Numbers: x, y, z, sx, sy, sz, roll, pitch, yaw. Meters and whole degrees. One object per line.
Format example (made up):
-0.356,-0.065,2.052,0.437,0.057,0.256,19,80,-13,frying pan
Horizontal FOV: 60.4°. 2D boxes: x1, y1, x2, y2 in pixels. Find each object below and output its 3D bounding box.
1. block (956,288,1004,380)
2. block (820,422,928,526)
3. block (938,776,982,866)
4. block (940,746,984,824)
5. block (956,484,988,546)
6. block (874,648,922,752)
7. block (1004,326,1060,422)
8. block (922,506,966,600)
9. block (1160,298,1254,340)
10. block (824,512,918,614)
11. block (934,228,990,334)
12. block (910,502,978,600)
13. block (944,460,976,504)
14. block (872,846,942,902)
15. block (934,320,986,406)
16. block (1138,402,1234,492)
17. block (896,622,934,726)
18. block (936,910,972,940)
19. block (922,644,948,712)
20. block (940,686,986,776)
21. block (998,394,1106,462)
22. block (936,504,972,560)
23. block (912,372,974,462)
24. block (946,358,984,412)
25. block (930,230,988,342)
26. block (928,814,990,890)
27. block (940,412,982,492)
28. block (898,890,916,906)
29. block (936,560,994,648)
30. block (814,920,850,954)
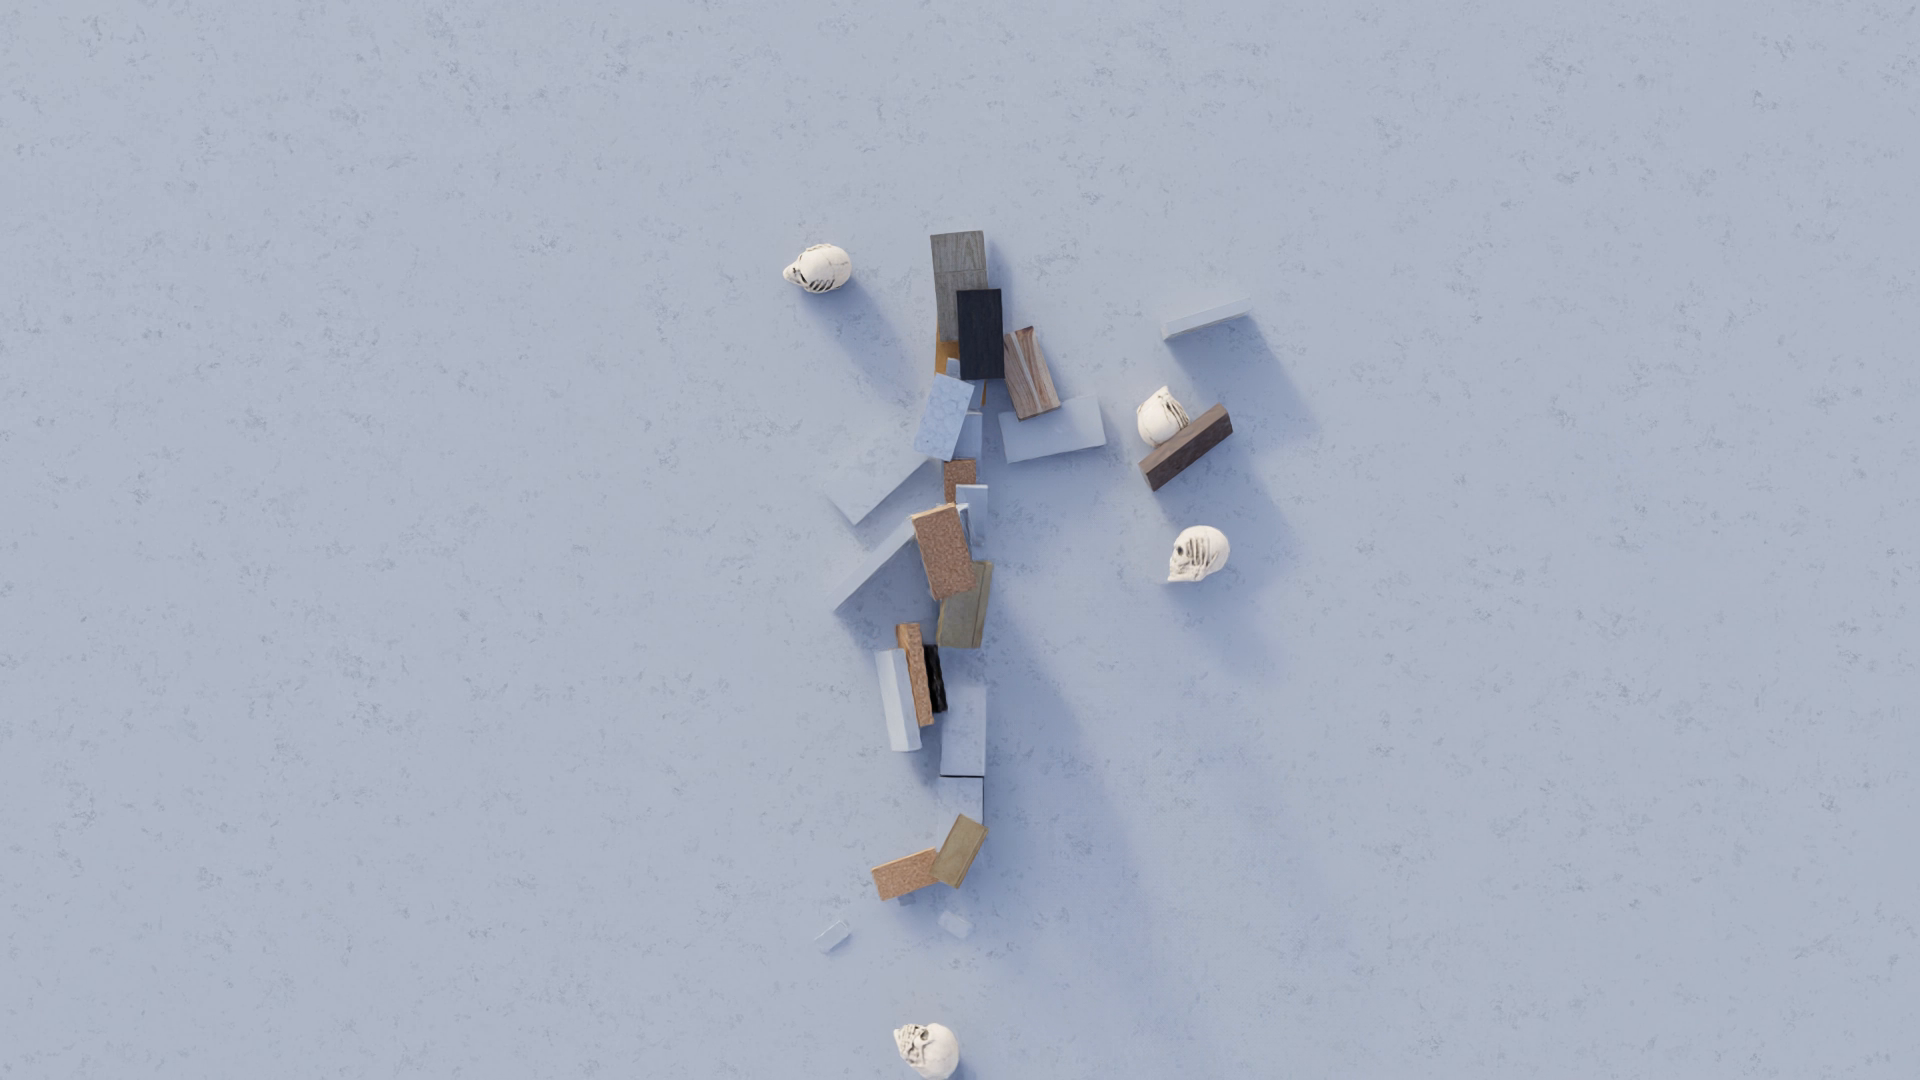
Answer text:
0.067,-0.665,5.334,0.144,0.041,0.288,-3,102,0,block
-0.283,-0.221,5.476,0.332,0.047,0.166,-43,90,0,block
0.002,0.926,5.438,0.145,0.041,0.291,0,90,0,block
0.006,0.831,5.479,0.145,0.041,0.291,0,90,0,block
0.035,-0.081,5.446,0.104,0.029,0.208,2,113,0,block
-0.203,0.522,5.410,0.047,0.165,0.330,-9,88,-22,block
0.218,-0.550,5.453,0.144,0.041,0.288,-18,80,-1,block
-0.050,0.041,5.386,0.145,0.041,0.291,-20,122,-18,block
0.811,-0.727,5.428,0.288,0.144,0.041,-17,90,0,block
-0.268,0.075,5.415,0.425,0.165,0.047,-44,84,0,block
0.008,-0.853,5.476,0.171,0.049,0.343,3,90,0,block
-0.050,0.038,5.299,0.145,0.041,0.291,-18,111,-8,block
0.002,-0.162,5.447,0.104,0.029,0.208,-2,112,1,block
-0.170,1.107,5.468,0.221,0.031,0.110,-18,91,-5,block
0.006,-0.621,5.440,0.171,0.049,0.343,3,102,0,block
0.742,-0.303,5.415,0.332,0.166,0.047,-37,65,0,block
-0.150,0.438,5.414,0.047,0.165,0.330,-8,90,-14,block
-0.018,1.284,5.492,0.108,0.015,0.054,30,90,0,block
-0.094,0.456,5.443,0.031,0.110,0.221,-10,90,-25,block
0.012,0.632,5.449,0.145,0.041,0.291,1,78,0,block
0.305,-0.368,5.476,0.332,0.047,0.166,-11,90,0,block
-0.017,-0.015,5.441,0.104,0.029,0.208,-3,114,2,block
-0.054,-0.400,5.370,0.131,0.037,0.262,18,102,-3,block
0.004,-0.460,5.430,0.131,0.037,0.262,9,107,-2,block
0.005,-0.824,5.346,0.171,0.049,0.343,-5,102,2,block
-0.004,1.019,5.402,0.110,0.031,0.221,28,90,0,block
0.005,-0.290,5.443,0.131,0.037,0.262,2,107,0,block
-0.184,1.161,5.492,0.054,0.015,0.108,-13,90,0,block
0.014,0.211,5.420,0.145,0.041,0.291,4,105,-20,block
-0.425,1.322,5.492,0.108,0.015,0.054,-38,90,0,block
